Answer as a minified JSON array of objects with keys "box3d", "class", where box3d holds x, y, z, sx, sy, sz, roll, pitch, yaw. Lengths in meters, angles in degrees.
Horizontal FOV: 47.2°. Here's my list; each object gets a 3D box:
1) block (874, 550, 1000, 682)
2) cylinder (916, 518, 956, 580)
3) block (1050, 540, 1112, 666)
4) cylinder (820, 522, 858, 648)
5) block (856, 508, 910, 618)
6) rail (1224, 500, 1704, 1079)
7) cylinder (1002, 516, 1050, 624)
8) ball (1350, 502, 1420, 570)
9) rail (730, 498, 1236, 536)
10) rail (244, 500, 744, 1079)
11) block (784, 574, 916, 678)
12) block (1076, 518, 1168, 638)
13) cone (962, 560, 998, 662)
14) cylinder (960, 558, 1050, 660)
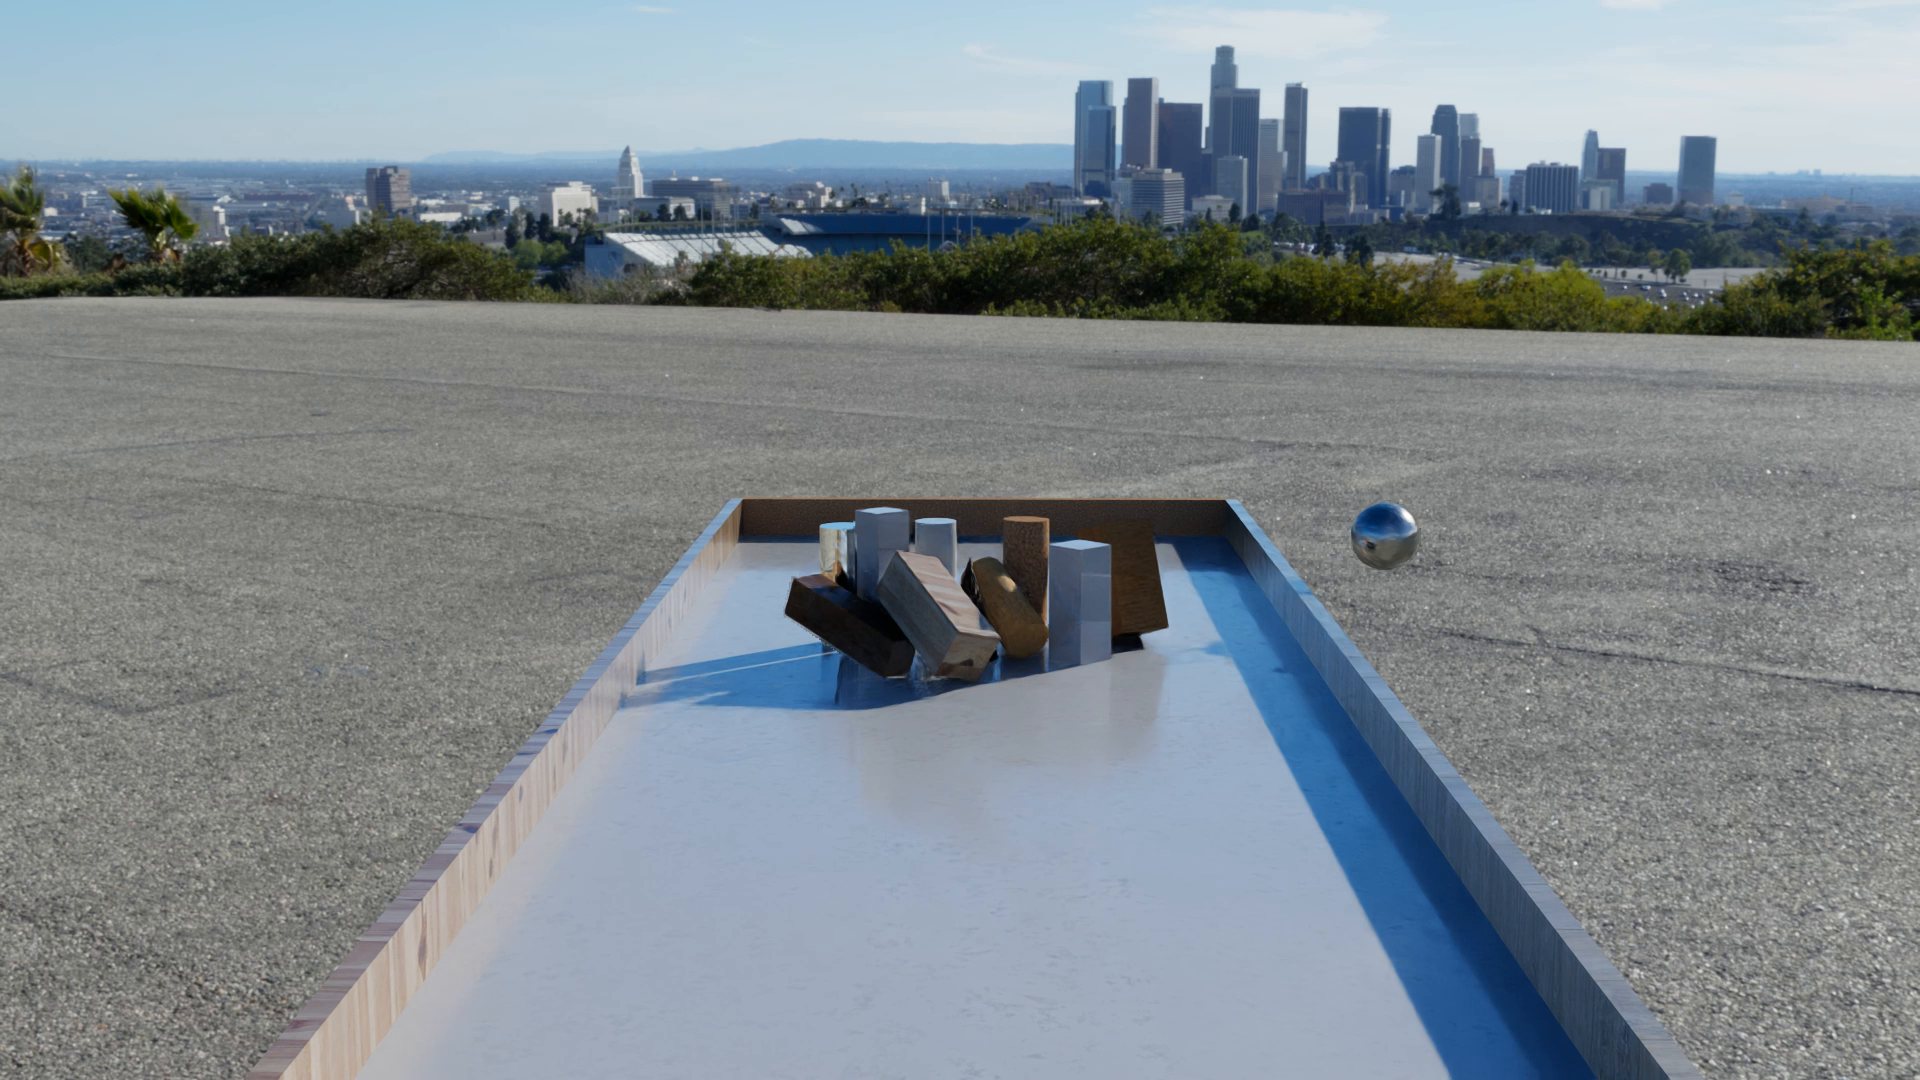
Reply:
[{"box3d":[-0.070,0.221,6.481,0.156,0.156,0.423,11,27,-37],"class":"block"},{"box3d":[-0.076,0.130,6.965,0.129,0.384,0.129,0,9,0],"class":"cylinder"},{"box3d":[0.366,0.188,6.686,0.135,0.354,0.135,-9,13,-42],"class":"block"},{"box3d":[-0.366,0.141,6.915,0.146,0.376,0.146,0,9,0],"class":"cylinder"},{"box3d":[-0.232,0.135,6.703,0.117,0.453,0.117,-7,10,-36],"class":"block"},{"box3d":[1.046,0.843,3.208,0.050,0.150,12.000,0,9,1],"class":"rail"},{"box3d":[0.206,0.127,6.946,0.144,0.389,0.144,1,7,0],"class":"cylinder"},{"box3d":[1.410,-0.011,7.304,0.224,0.224,0.224,0,9,0],"class":"ball"},{"box3d":[0.099,-0.098,9.147,2.100,0.150,0.050,0,9,1],"class":"rail"},{"box3d":[-1.004,0.839,3.234,0.050,0.150,12.000,0,9,1],"class":"rail"},{"box3d":[-0.325,0.254,6.585,0.419,0.120,0.120,30,25,31],"class":"block"},{"box3d":[0.513,0.126,6.971,0.173,0.353,0.173,-5,-8,-30],"class":"block"},{"box3d":[0.030,0.206,6.712,0.175,0.313,0.175,0,9,0],"class":"cone"},{"box3d":[0.136,0.208,6.782,0.144,0.144,0.322,-5,40,-30],"class":"cylinder"}]
